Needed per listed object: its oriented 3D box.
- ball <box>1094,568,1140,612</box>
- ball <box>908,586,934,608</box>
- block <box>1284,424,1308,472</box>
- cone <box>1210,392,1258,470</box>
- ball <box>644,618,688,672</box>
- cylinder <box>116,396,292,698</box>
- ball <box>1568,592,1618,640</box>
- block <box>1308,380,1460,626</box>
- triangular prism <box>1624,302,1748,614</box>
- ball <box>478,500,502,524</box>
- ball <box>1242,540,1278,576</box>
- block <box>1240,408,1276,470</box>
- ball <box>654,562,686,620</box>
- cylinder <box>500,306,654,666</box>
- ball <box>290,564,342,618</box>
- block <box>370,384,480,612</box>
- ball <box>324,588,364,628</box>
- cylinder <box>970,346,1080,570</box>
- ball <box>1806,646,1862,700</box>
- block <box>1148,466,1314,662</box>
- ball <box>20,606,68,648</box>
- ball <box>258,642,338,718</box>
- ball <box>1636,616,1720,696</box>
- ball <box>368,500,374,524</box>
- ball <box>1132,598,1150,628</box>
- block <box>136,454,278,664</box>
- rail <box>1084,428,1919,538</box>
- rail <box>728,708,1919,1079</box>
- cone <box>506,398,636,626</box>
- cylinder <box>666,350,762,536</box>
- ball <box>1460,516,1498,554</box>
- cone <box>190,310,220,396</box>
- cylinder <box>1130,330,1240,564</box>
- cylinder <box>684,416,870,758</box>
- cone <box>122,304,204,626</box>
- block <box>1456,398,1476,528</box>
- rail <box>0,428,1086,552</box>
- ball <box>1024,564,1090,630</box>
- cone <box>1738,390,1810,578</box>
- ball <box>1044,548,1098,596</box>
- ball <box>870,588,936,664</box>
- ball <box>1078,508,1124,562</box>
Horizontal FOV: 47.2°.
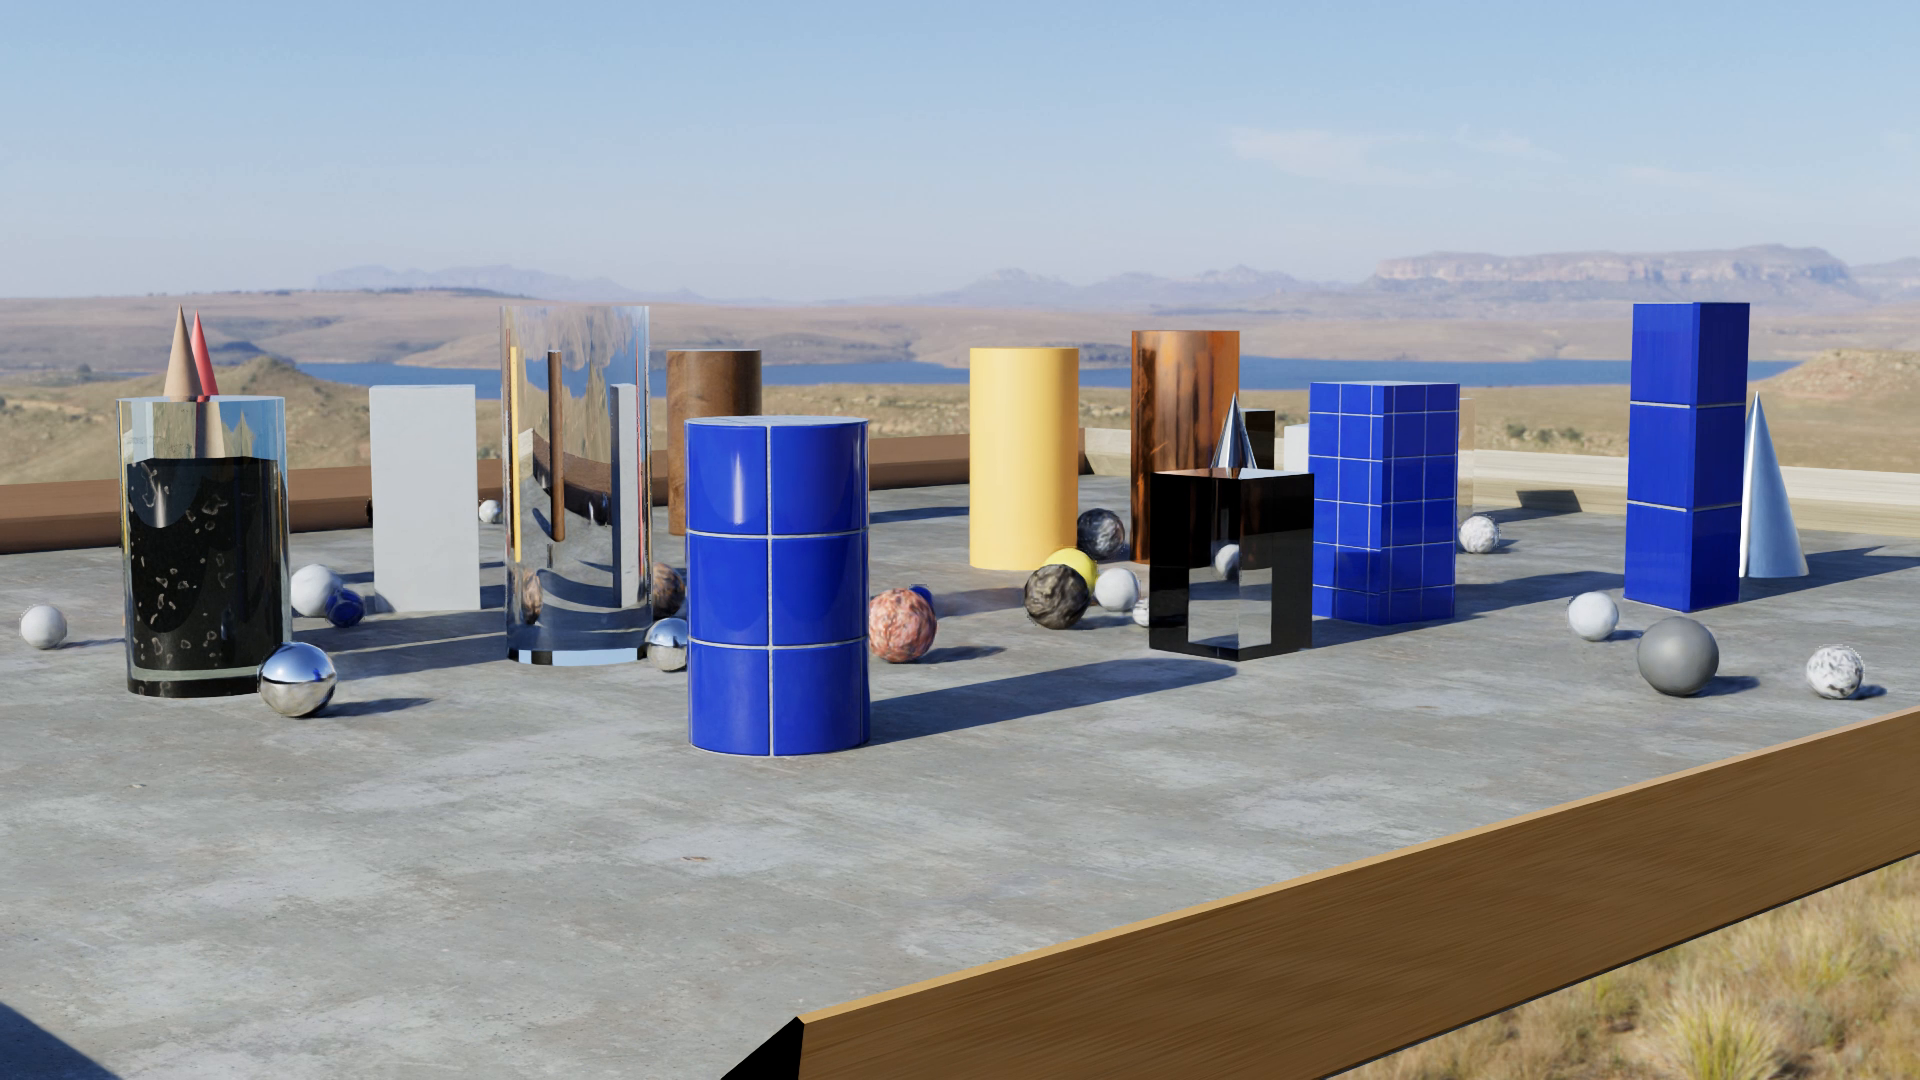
[{"bbox_3d":[0.231,0.073,3.221,0.066,0.066,0.066,0,6,0],"label":"ball"},{"bbox_3d":[-0.060,0.089,3.163,0.046,0.046,0.046,0,6,0],"label":"ball"},{"bbox_3d":[0.665,-0.082,3.864,0.150,0.238,0.150,3,7,27],"label":"block"},{"bbox_3d":[0.432,-0.079,3.477,0.187,0.313,0.187,0,6,0],"label":"cone"},{"bbox_3d":[-0.353,0.128,2.696,0.067,0.067,0.067,0,6,0],"label":"ball"},{"bbox_3d":[-0.887,0.003,2.588,0.187,0.338,0.187,0,6,0],"label":"cylinder"},{"bbox_3d":[0.848,0.102,2.946,0.066,0.066,0.066,0,6,0],"label":"ball"},{"bbox_3d":[0.607,-0.058,3.168,0.150,0.336,0.150,-4,7,-34],"label":"block"},{"bbox_3d":[1.067,-0.129,3.290,0.141,0.451,0.162,6,9,45],"label":"triangular prism"},{"bbox_3d":[-0.969,-0.059,4.541,0.049,0.049,0.049,0,6,0],"label":"ball"},{"bbox_3d":[0.499,0.030,3.658,0.058,0.058,0.058,0,6,0],"label":"ball"},{"bbox_3d":[0.510,-0.133,4.315,0.150,0.245,0.150,-5,8,-37],"label":"block"},{"bbox_3d":[-0.433,0.073,3.133,0.083,0.083,0.083,0,6,0],"label":"ball"},{"bbox_3d":[-0.488,-0.075,2.808,0.187,0.446,0.187,0,6,0],"label":"cylinder"},{"bbox_3d":[-0.926,0.073,3.160,0.077,0.077,0.077,0,6,0],"label":"ball"},{"bbox_3d":[-0.798,-0.066,3.287,0.150,0.327,0.150,-1,6,-12],"label":"block"},{"bbox_3d":[-0.857,0.095,3.063,0.054,0.054,0.054,0,6,0],"label":"ball"},{"bbox_3d":[0.111,-0.144,3.799,0.187,0.374,0.187,0,6,0],"label":"cylinder"},{"bbox_3d":[0.996,0.151,2.505,0.060,0.060,0.060,0,6,0],"label":"ball"},{"bbox_3d":[0.353,0.028,2.861,0.150,0.231,0.150,-6,8,-43],"label":"block"},{"bbox_3d":[-1.197,0.114,2.875,0.057,0.057,0.057,0,6,0],"label":"ball"},{"bbox_3d":[-0.720,0.152,2.393,0.082,0.082,0.082,0,6,0],"label":"ball"},{"bbox_3d":[0.825,0.133,2.527,0.091,0.091,0.091,0,6,0],"label":"ball"},{"bbox_3d":[-1.158,-0.058,4.433,0.071,0.071,0.071,0,6,0],"label":"ball"},{"bbox_3d":[0.261,0.102,3.062,0.040,0.040,0.040,0,6,0],"label":"ball"},{"bbox_3d":[-0.963,0.021,2.824,0.150,0.251,0.150,-1,6,-13],"label":"block"},{"bbox_3d":[1.451,-0.109,4.663,0.045,0.122,3.342,-6,8,-42],"label":"rail"},{"bbox_3d":[1.117,0.159,2.128,3.995,0.122,0.045,-6,8,-42],"label":"rail"},{"bbox_3d":[-0.563,-0.047,3.165,0.187,0.316,0.187,0,6,0],"label":"cone"},{"bbox_3d":[-0.484,-0.194,4.342,0.187,0.361,0.187,0,6,0],"label":"cylinder"},{"bbox_3d":[0.939,-0.009,3.979,0.069,0.069,0.069,0,6,0],"label":"ball"},{"bbox_3d":[-1.179,-0.138,3.421,0.187,0.442,0.187,0,6,0],"label":"cone"},{"bbox_3d":[0.393,-0.164,3.857,0.187,0.403,0.187,0,6,0],"label":"cylinder"},{"bbox_3d":[-0.187,0.042,2.256,0.187,0.330,0.187,0,6,0],"label":"cylinder"},{"bbox_3d":[-1.096,-0.110,3.114,0.187,0.452,0.187,0,6,0],"label":"cone"},{"bbox_3d":[0.941,-0.157,4.472,0.150,0.260,0.150,5,8,40],"label":"block"},{"bbox_3d":[-1.117,-0.096,4.536,3.995,0.122,0.045,-6,8,-42],"label":"rail"},{"bbox_3d":[0.134,0.078,3.047,0.091,0.091,0.091,0,6,0],"label":"ball"},{"bbox_3d":[1.340,-0.100,3.710,0.187,0.307,0.187,0,6,0],"label":"cone"},{"bbox_3d":[0.164,0.056,3.287,0.086,0.086,0.086,0,6,0],"label":"ball"},{"bbox_3d":[-0.076,0.107,2.759,0.094,0.094,0.094,0,6,0],"label":"ball"},{"bbox_3d":[0.243,-0.009,3.858,0.092,0.092,0.092,0,6,0],"label":"ball"}]
